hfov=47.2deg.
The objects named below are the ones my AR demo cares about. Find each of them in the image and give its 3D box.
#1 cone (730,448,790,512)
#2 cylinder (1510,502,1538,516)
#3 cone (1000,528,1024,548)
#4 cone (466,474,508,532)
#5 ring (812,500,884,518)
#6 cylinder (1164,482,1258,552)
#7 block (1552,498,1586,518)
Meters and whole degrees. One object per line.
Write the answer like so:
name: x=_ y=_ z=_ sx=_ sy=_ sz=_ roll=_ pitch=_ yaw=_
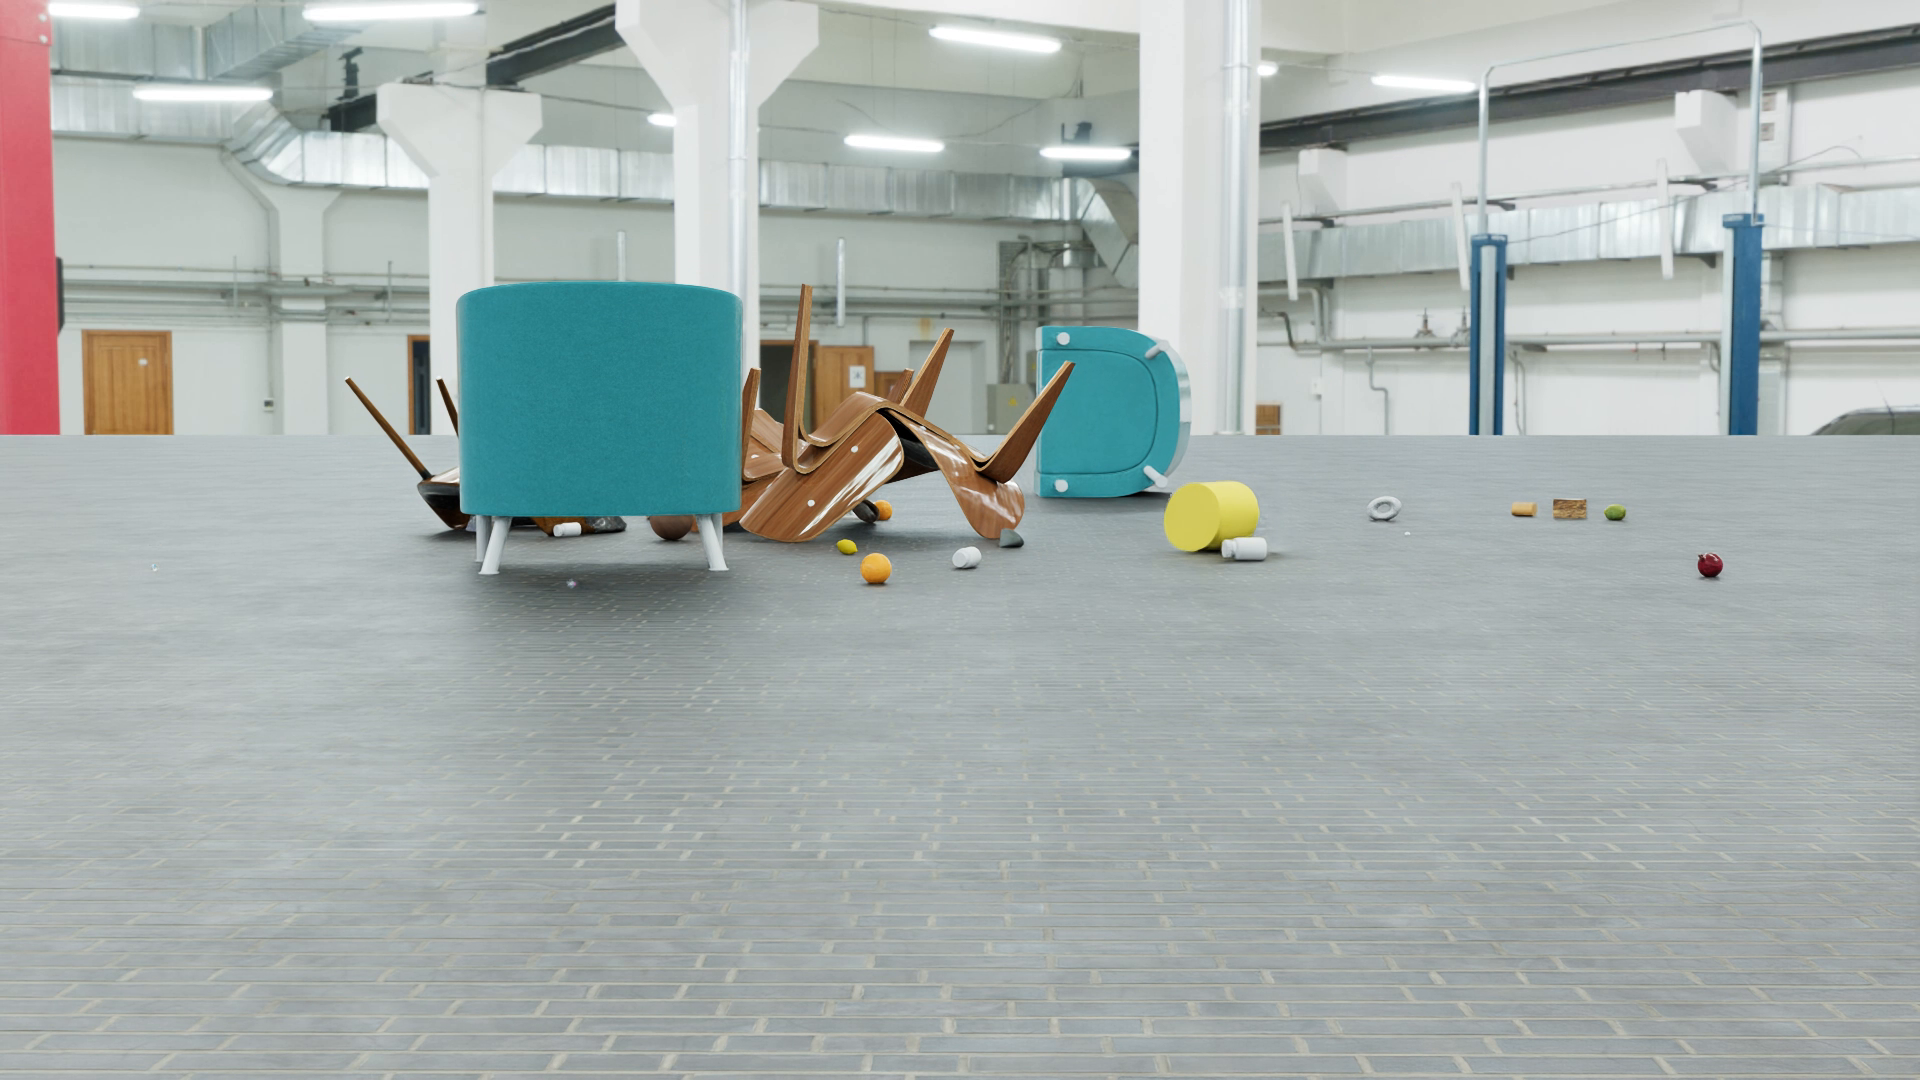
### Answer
cone: x=-0.739 y=-0.226 z=8.125 sx=0.206 sy=0.235 sz=0.250 roll=3 pitch=5 yaw=39
cylinder: x=1.997 y=-0.109 z=7.785 sx=0.075 sy=0.047 sz=0.061 roll=4 pitch=19 yaw=34
cone: x=0.130 y=0.007 z=6.251 sx=0.050 sy=0.062 sz=0.121 roll=-36 pitch=21 yaw=-21
cone: x=-1.507 y=-0.124 z=7.003 sx=0.133 sy=0.185 sz=0.157 roll=-2 pitch=4 yaw=-22
ring: x=-0.396 y=-0.108 z=7.748 sx=0.256 sy=0.051 sz=0.250 roll=-1 pitch=5 yaw=-7
cylinder: x=0.698 y=-0.065 z=6.104 sx=0.160 sy=0.181 sz=0.213 roll=-4 pitch=-24 yaw=-42
block: x=2.134 y=-0.111 z=7.698 sx=0.063 sy=0.064 sz=0.092 roll=-4 pitch=5 yaw=-44
